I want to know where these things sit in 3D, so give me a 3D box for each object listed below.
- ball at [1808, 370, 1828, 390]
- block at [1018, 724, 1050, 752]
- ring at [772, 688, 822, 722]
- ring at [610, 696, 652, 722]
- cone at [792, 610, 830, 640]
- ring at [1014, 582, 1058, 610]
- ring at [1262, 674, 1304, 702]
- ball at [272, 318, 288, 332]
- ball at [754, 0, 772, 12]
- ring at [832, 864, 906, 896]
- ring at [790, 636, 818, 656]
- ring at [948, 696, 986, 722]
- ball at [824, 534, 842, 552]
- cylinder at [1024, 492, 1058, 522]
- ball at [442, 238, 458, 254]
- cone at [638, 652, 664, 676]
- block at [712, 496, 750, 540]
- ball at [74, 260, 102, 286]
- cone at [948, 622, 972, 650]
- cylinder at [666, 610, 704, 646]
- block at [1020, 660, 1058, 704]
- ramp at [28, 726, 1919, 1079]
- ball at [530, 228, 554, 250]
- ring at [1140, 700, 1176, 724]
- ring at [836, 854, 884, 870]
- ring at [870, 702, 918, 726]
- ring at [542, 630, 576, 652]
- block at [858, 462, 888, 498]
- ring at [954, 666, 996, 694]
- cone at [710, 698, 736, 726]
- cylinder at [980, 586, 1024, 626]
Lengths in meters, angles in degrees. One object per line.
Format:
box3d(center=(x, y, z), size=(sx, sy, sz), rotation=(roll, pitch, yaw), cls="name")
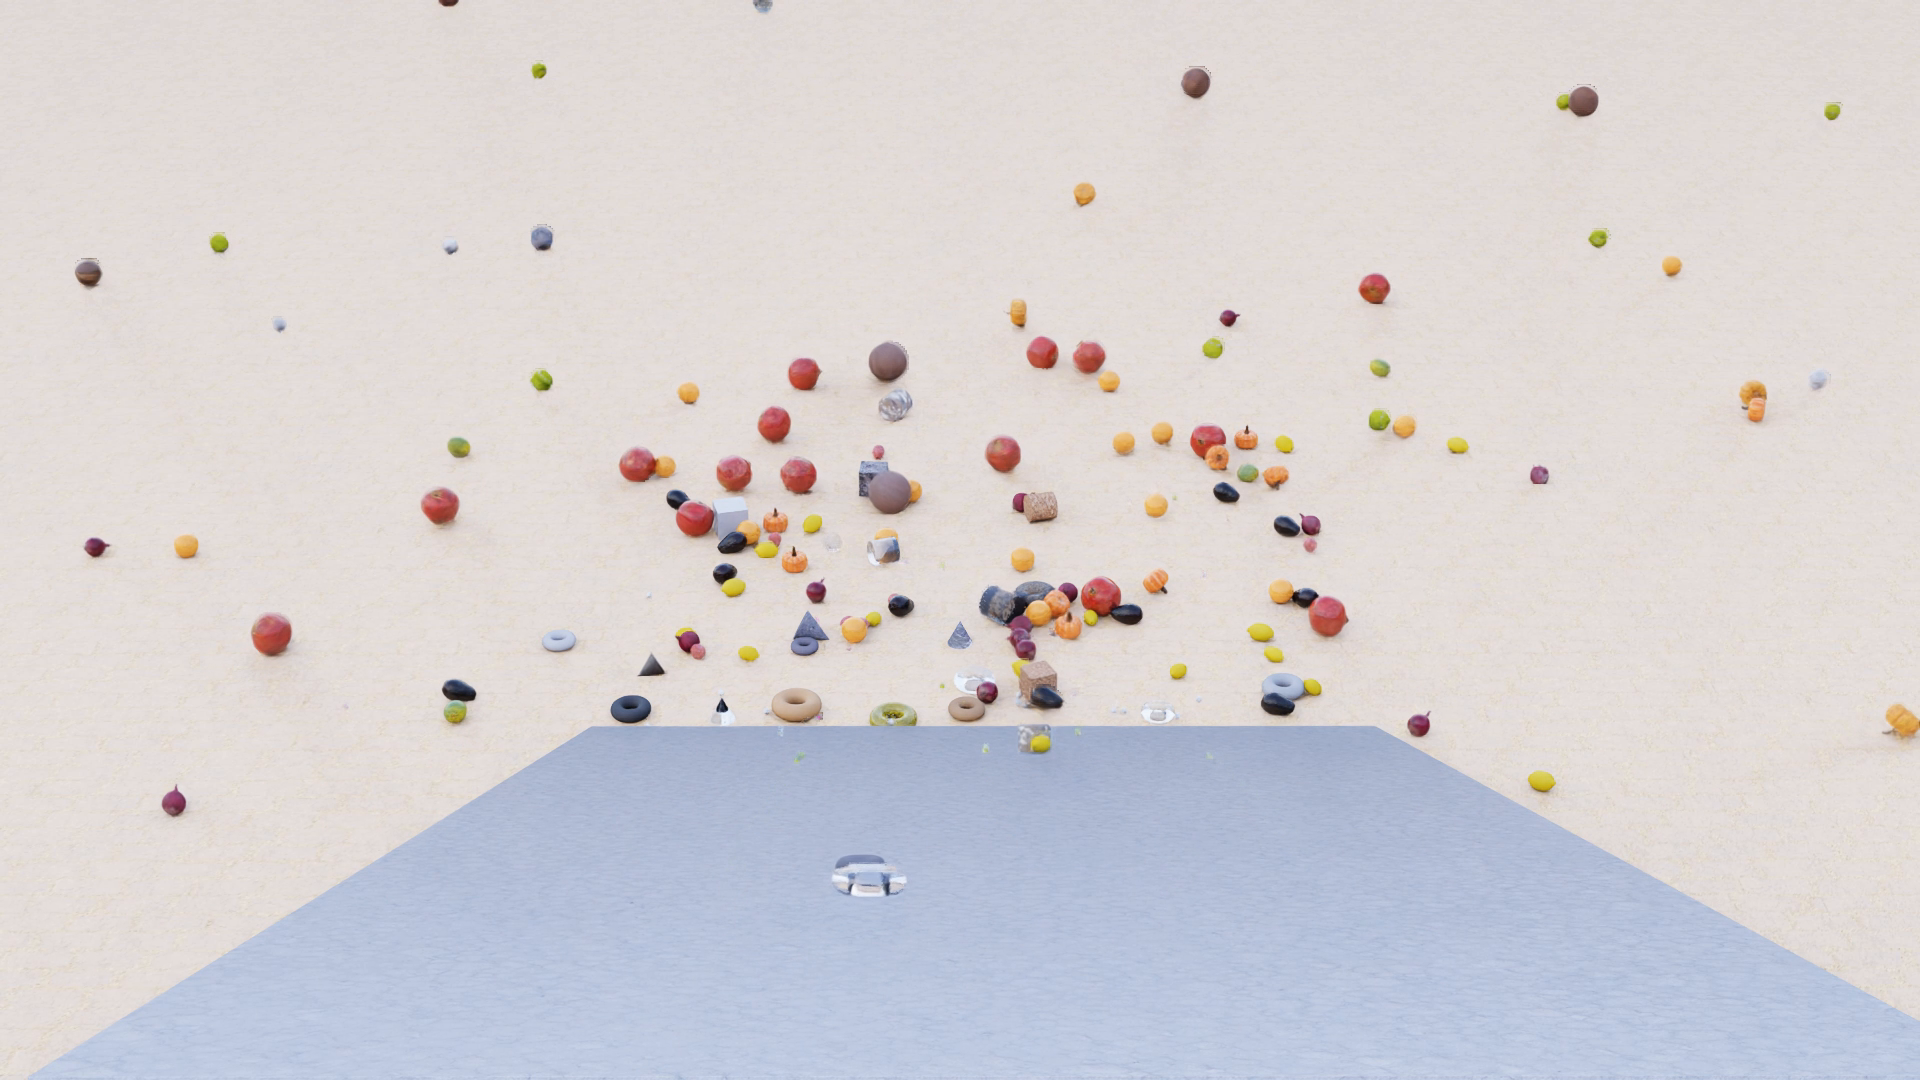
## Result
box3d(center=(2.879, -0.537, 8.670), size=(0.067, 0.067, 0.067), rotation=(0, 27, 0), cls="ball")
box3d(center=(0.171, 0.456, 5.941), size=(0.058, 0.058, 0.058), rotation=(0, 1, 24), cls="block")
box3d(center=(-0.432, 0.434, 6.818), size=(0.134, 0.045, 0.134), rotation=(1, 26, 0), cls="ring")
box3d(center=(-0.868, 0.445, 6.807), size=(0.108, 0.036, 0.108), rotation=(0, 29, 0), cls="ring")
box3d(center=(-0.402, 0.256, 7.166), size=(0.092, 0.092, 0.092), rotation=(27, 28, -5), cls="cone")
box3d(center=(0.215, 0.157, 7.359), size=(0.123, 0.041, 0.123), rotation=(0, 29, 0), cls="ring")
box3d(center=(0.865, 0.393, 6.905), size=(0.115, 0.038, 0.115), rotation=(-1, 27, 0), cls="ring")
box3d(center=(-2.402, -0.761, 9.121), size=(0.051, 0.051, 0.051), rotation=(0, 27, 0), cls="ball")
box3d(center=(-0.970, -2.644, 12.715), size=(0.093, 0.093, 0.093), rotation=(0, 27, 0), cls="ball")
box3d(center=(-0.134, 0.501, 3.802), size=(0.111, 0.037, 0.111), rotation=(1, 0, 0), cls="ring")
box3d(center=(-0.428, 0.292, 7.113), size=(0.078, 0.026, 0.078), rotation=(-1, 28, 0), cls="ring")
box3d(center=(0.018, 0.445, 6.810), size=(0.098, 0.033, 0.098), rotation=(1, 27, -1), cls="ring")
box3d(center=(-0.374, 0.008, 7.633), size=(0.053, 0.053, 0.053), rotation=(0, 27, 0), cls="ball")
box3d(center=(0.244, -0.101, 7.812), size=(0.082, 0.082, 0.082), rotation=(-8, 29, -16), cls="cylinder")
box3d(center=(-1.932, -1.115, 9.798), size=(0.059, 0.059, 0.059), rotation=(0, 27, 0), cls="ball")
box3d(center=(-0.845, 0.350, 6.994), size=(0.069, 0.069, 0.069), rotation=(-34, 34, -5), cls="cone")
box3d(center=(-0.686, -0.064, 7.730), size=(0.092, 0.092, 0.092), rotation=(-7, 28, -14), cls="block")
box3d(center=(-3.207, -0.982, 9.502), size=(0.095, 0.095, 0.095), rotation=(0, 27, 0), cls="ball")
box3d(center=(0.000, 0.254, 7.138), size=(0.071, 0.071, 0.071), rotation=(0, 27, 0), cls="cone")
box3d(center=(-0.764, 0.243, 7.157), size=(0.076, 0.076, 0.076), rotation=(28, 37, 26), cls="cylinder")
box3d(center=(0.209, 0.379, 6.890), size=(0.076, 0.076, 0.076), rotation=(-11, 29, -20), cls="block")
box3d(center=(0.062, 0.557, 4.594), size=(2.000, 0.100, 4.000), rotation=(0, 1, 0), cls="ramp")
box3d(center=(-1.591, -1.146, 9.826), size=(0.088, 0.088, 0.088), rotation=(0, 27, 0), cls="ball")
box3d(center=(0.521, 0.452, 6.798), size=(0.093, 0.031, 0.093), rotation=(0, 26, 0), cls="ring")
box3d(center=(-0.155, 0.504, 3.998), size=(0.077, 0.026, 0.077), rotation=(-1, 2, 0), cls="ring")
box3d(center=(-0.174, 0.467, 6.757), size=(0.128, 0.043, 0.128), rotation=(-1, 28, 0), cls="ring")
box3d(center=(-1.108, 0.278, 7.135), size=(0.094, 0.031, 0.094), rotation=(-1, 26, 0), cls="ring")
box3d(center=(-0.267, -0.188, 7.980), size=(0.082, 0.082, 0.082), rotation=(2, 27, 3), cls="block")
box3d(center=(0.039, 0.376, 6.939), size=(0.112, 0.037, 0.112), rotation=(0, 29, 0), cls="ring")
box3d(center=(-0.624, 0.441, 6.780), size=(0.067, 0.067, 0.067), rotation=(0, 27, 0), cls="cone")
box3d(center=(0.118, 0.186, 7.247), size=(0.091, 0.091, 0.091), rotation=(24, 36, 38), cls="cylinder")
